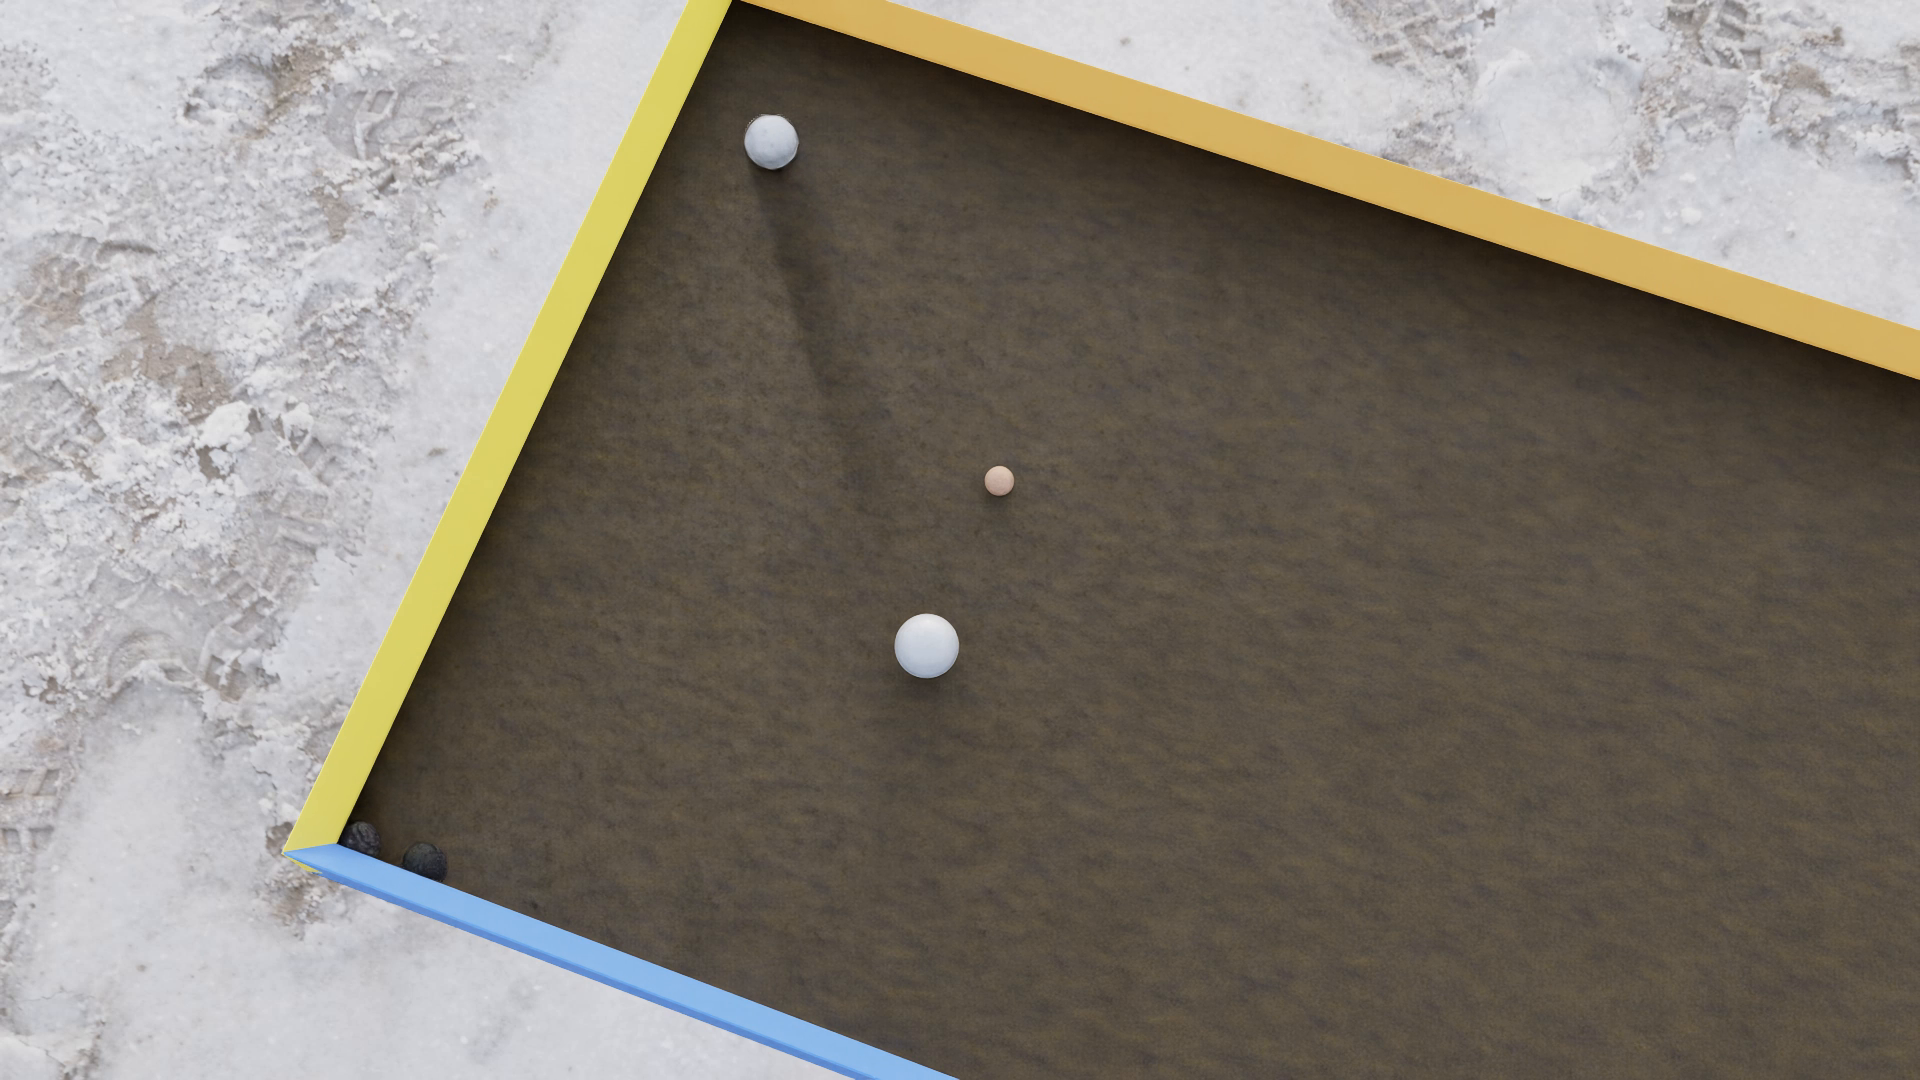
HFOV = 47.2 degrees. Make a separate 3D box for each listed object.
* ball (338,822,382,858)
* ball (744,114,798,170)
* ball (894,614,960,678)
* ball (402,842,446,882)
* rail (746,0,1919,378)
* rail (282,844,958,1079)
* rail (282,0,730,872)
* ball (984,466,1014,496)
[{"bbox_3d":[-0.894,0.451,3.275,0.062,0.062,0.062,0,71,0],"label":"ball"},{"bbox_3d":[-0.313,-0.661,3.654,0.089,0.089,0.089,0,71,0],"label":"ball"},{"bbox_3d":[-0.051,0.162,3.357,0.099,0.099,0.099,0,71,0],"label":"ball"},{"bbox_3d":[-0.795,0.482,3.262,0.065,0.065,0.065,0,71,0],"label":"ball"},{"bbox_3d":[0.971,-0.471,3.564,2.965,0.129,0.045,19,72,7],"label":"rail"},{"bbox_3d":[0.420,0.936,3.067,2.965,0.129,0.045,19,72,7],"label":"rail"},{"bbox_3d":[-0.673,-0.244,3.484,0.045,0.129,1.638,19,72,7],"label":"rail"},{"bbox_3d":[0.062,-0.093,3.475,0.047,0.047,0.047,0,71,0],"label":"ball"}]
